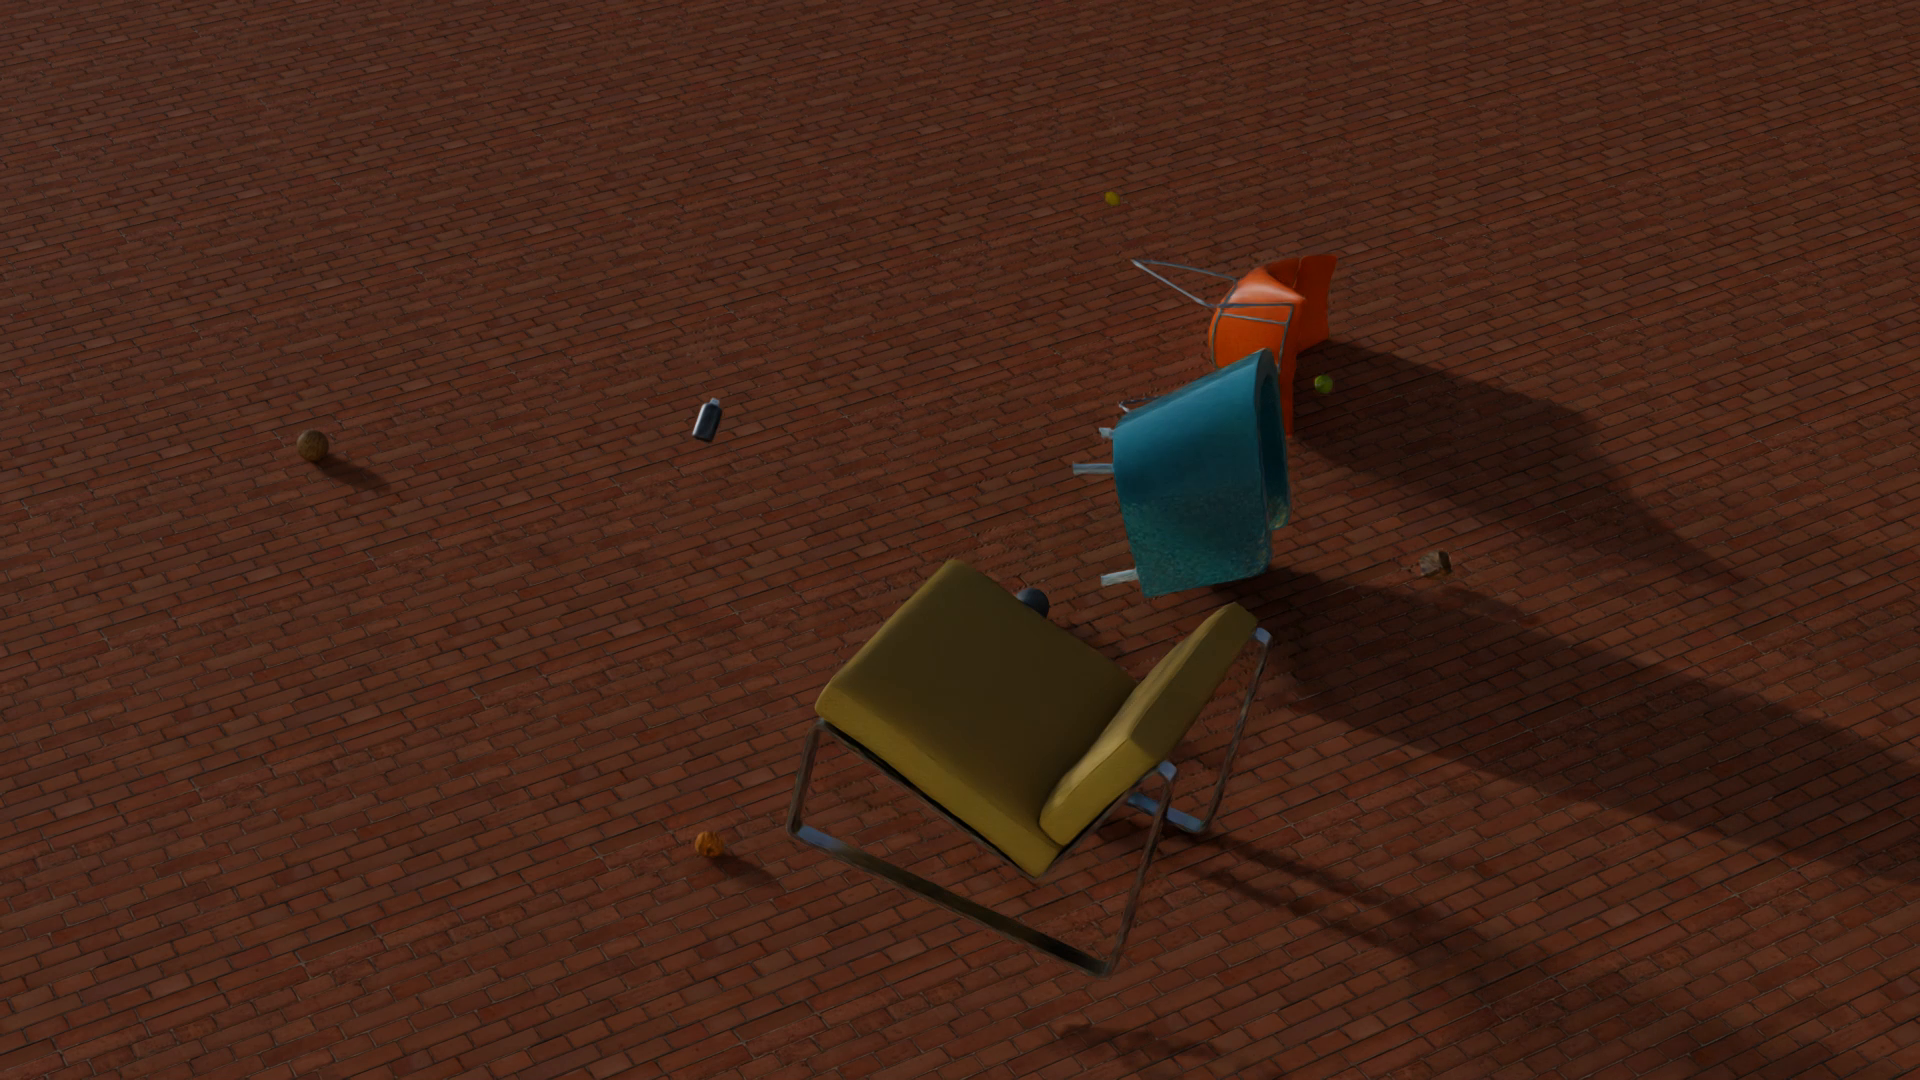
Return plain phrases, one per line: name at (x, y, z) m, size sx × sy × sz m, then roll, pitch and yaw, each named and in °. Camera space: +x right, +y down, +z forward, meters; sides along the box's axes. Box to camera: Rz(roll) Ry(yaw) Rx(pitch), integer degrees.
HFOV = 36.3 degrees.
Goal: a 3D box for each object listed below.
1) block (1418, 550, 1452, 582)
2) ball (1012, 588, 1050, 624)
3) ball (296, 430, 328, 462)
block at (1.727, 0.092, 10.653) m, size 0.085 × 0.073 × 0.076 m, roll -27°, pitch 56°, yaw 32°
ball at (0.254, 0.236, 10.467) m, size 0.131 × 0.131 × 0.131 m, roll 0°, pitch 33°, yaw 0°
ball at (-2.515, -0.367, 11.389) m, size 0.124 × 0.124 × 0.124 m, roll 0°, pitch 33°, yaw 0°
